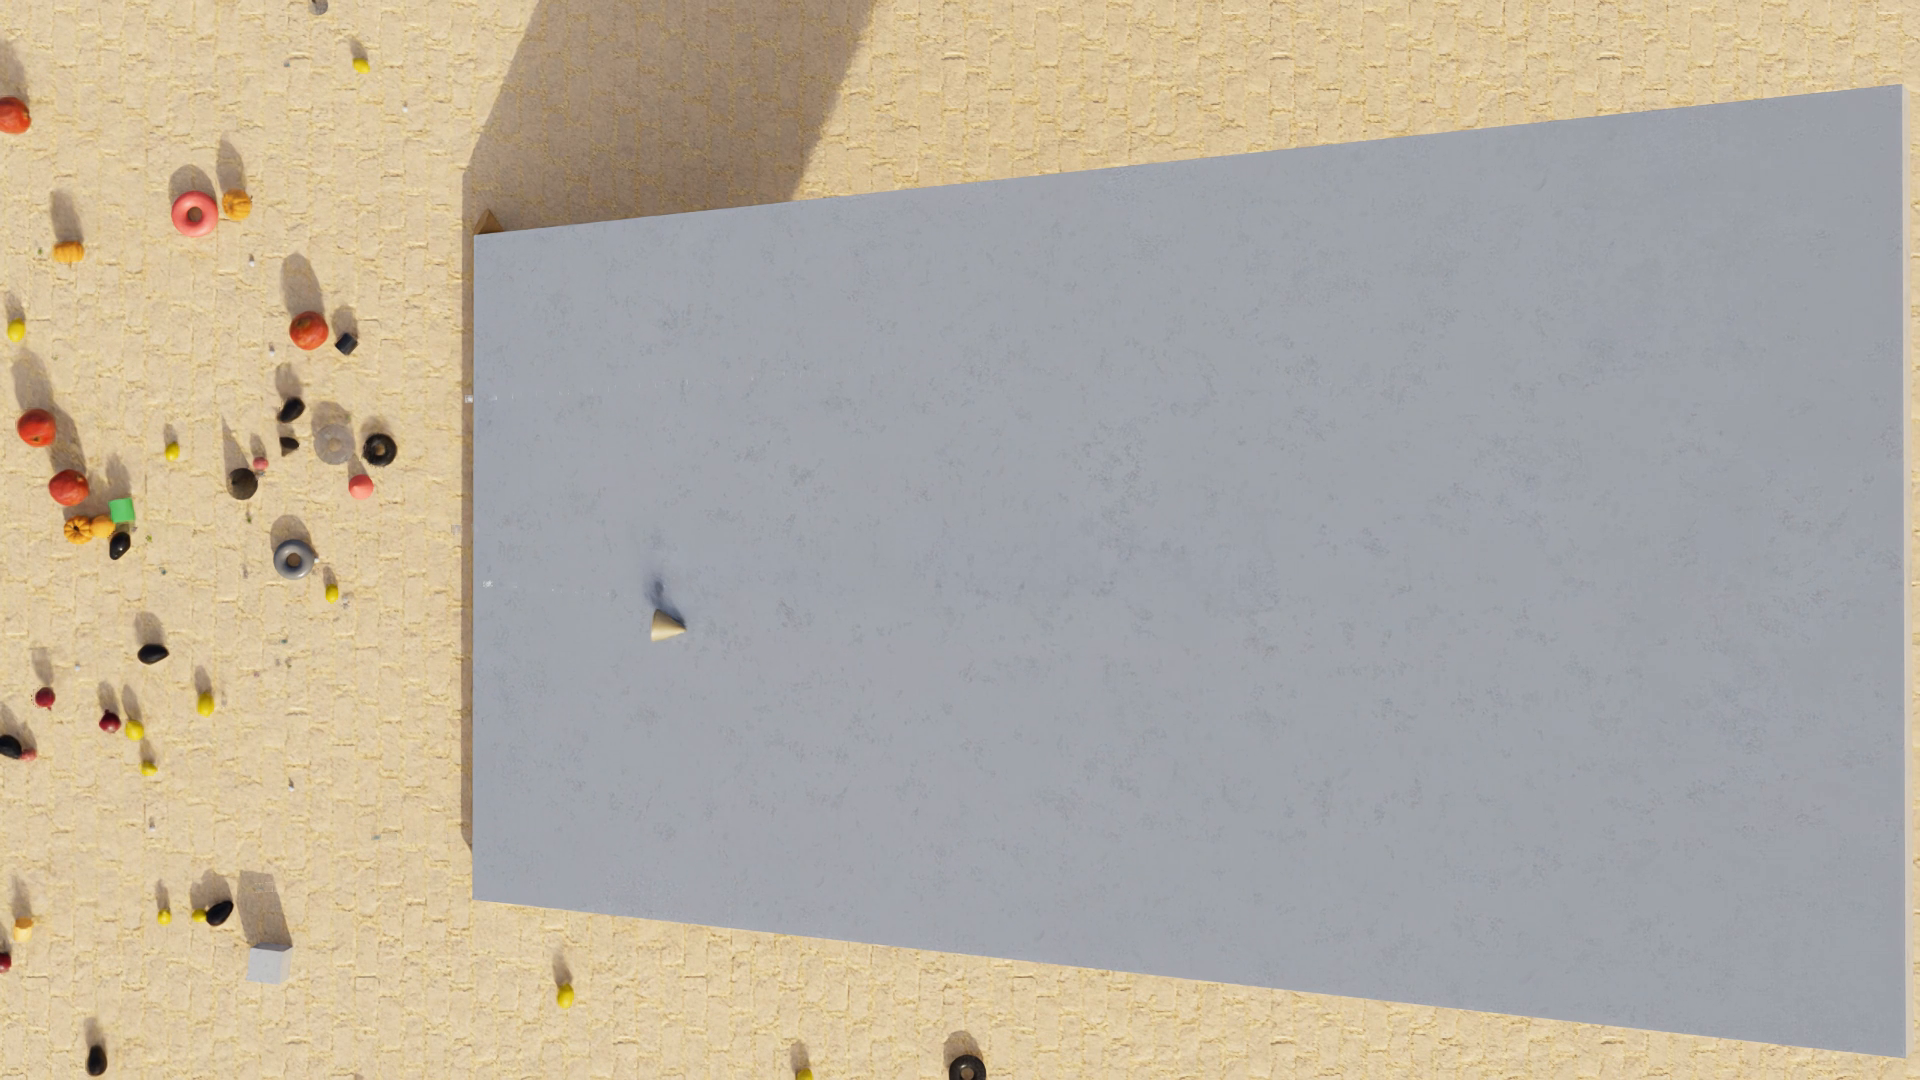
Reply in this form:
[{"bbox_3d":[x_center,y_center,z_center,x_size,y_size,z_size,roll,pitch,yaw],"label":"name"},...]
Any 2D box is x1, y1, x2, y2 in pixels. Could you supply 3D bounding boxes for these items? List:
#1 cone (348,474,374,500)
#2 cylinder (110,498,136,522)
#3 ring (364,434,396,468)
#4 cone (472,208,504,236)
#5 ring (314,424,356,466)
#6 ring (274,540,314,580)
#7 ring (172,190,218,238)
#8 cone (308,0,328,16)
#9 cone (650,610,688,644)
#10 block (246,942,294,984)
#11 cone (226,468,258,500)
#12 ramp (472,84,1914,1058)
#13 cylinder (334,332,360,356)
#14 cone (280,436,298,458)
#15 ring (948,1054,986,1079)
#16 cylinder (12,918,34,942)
[{"bbox_3d":[-1.826,-0.162,6.664,0.077,0.077,0.077,0,89,0],"label":"cone"},{"bbox_3d":[-2.540,-0.089,6.669,0.065,0.065,0.065,-10,89,0],"label":"cylinder"},{"bbox_3d":[-1.763,-0.272,6.687,0.102,0.034,0.102,0,90,-1],"label":"ring"},{"bbox_3d":[-1.413,-0.941,6.688,0.098,0.098,0.098,28,89,-26],"label":"cone"},{"bbox_3d":[-1.899,-0.290,6.683,0.126,0.042,0.126,0,88,-1],"label":"ring"},{"bbox_3d":[-2.024,0.060,6.680,0.126,0.042,0.126,0,91,1],"label":"ring"},{"bbox_3d":[-2.326,-0.991,6.687,0.143,0.048,0.143,0,89,1],"label":"ring"},{"bbox_3d":[-1.961,-1.634,6.684,0.065,0.065,0.065,0,89,0],"label":"cone"},{"bbox_3d":[-0.810,0.249,6.184,0.096,0.096,0.096,7,89,5],"label":"cone"},{"bbox_3d":[-2.084,1.278,6.640,0.099,0.099,0.099,8,89,0],"label":"block"},{"bbox_3d":[-2.189,-0.171,6.653,0.098,0.098,0.098,0,89,0],"label":"cone"},{"bbox_3d":[0.262,0.072,5.606,4.000,0.100,2.000,0,89,32],"label":"ramp"},{"bbox_3d":[-1.862,-0.594,6.680,0.053,0.053,0.053,41,90,0],"label":"cylinder"},{"bbox_3d":[-2.052,-0.273,6.690,0.061,0.061,0.061,33,116,0],"label":"cone"},{"bbox_3d":[0.023,1.619,6.667,0.117,0.039,0.117,0,90,1],"label":"ring"},{"bbox_3d":[-2.836,1.180,6.655,0.052,0.052,0.052,19,115,0],"label":"cylinder"}]
